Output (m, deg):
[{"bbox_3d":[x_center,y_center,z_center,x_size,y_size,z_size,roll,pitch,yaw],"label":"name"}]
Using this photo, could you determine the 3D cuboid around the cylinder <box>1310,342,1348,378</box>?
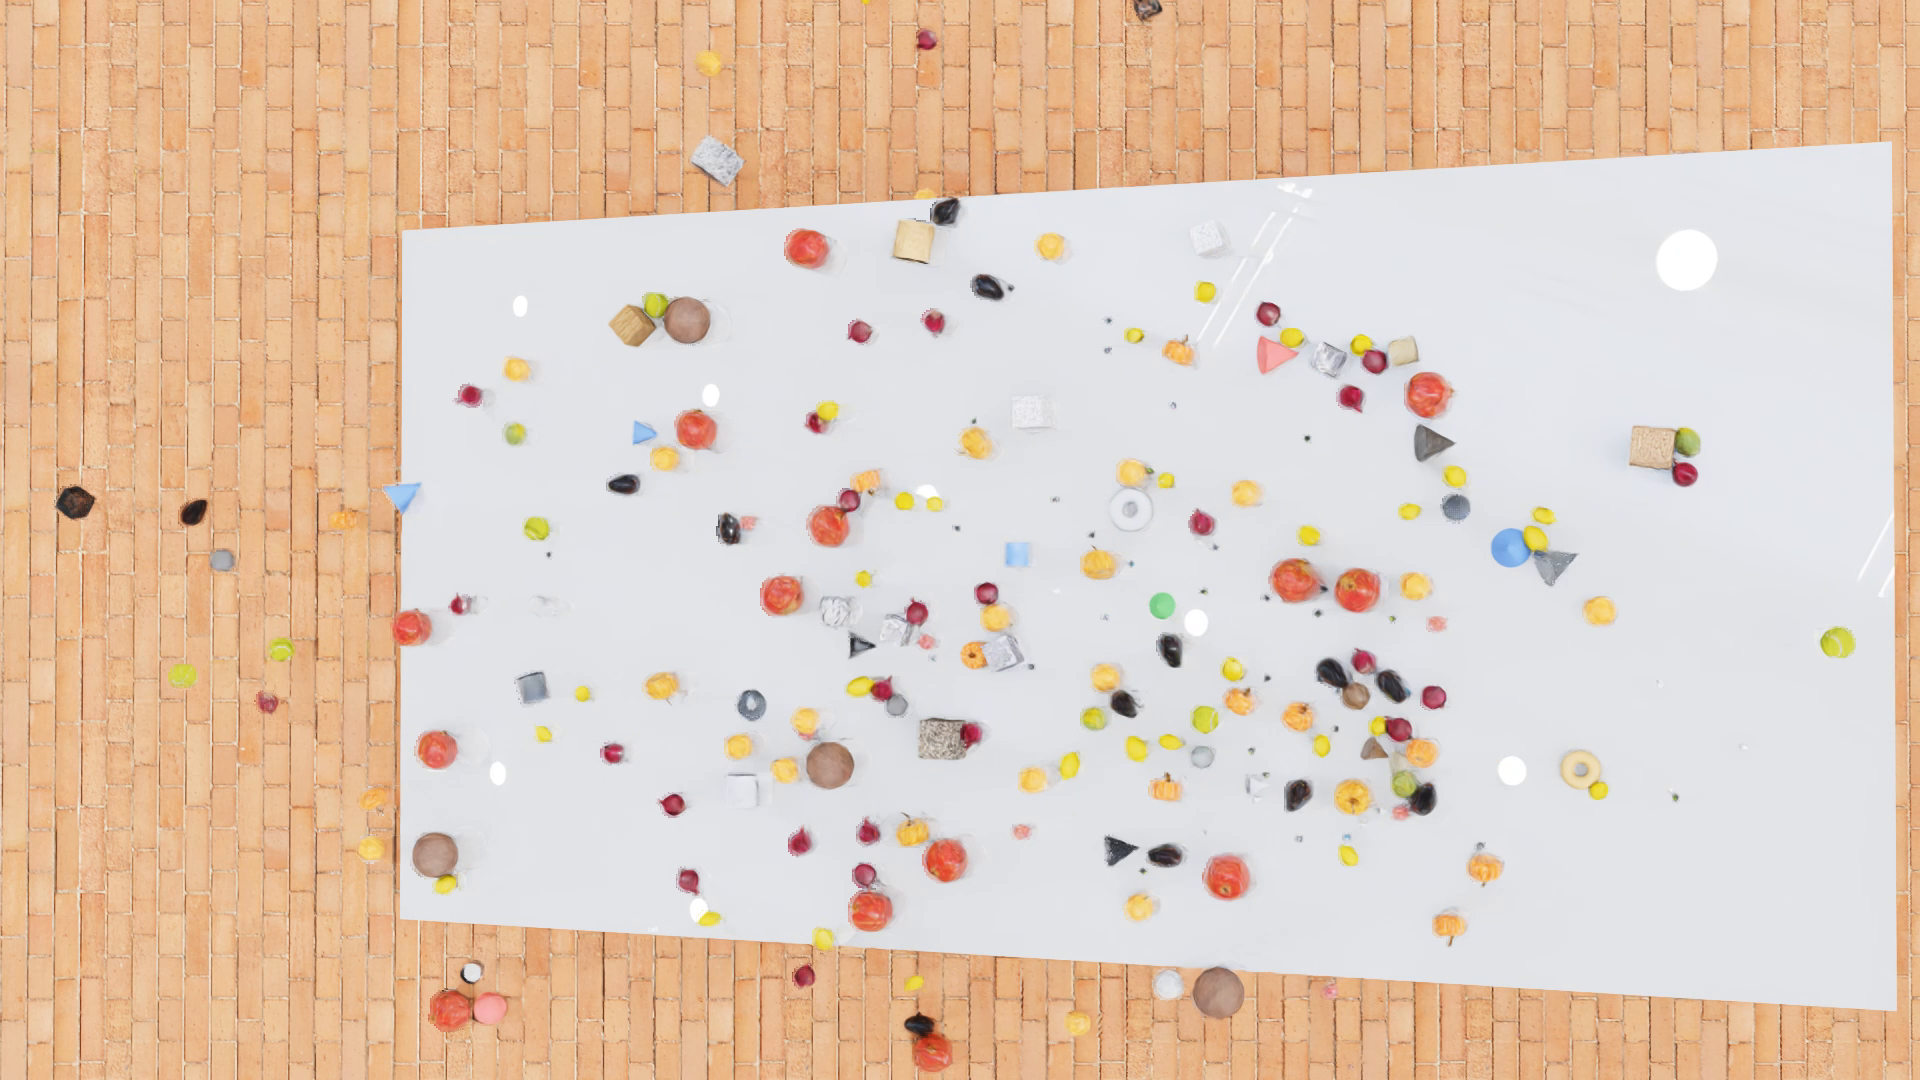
[{"bbox_3d":[0.917,-0.448,5.464,0.067,0.067,0.067,29,89,17],"label":"cylinder"}]

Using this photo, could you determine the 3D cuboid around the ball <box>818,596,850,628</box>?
[{"bbox_3d":[-0.335,0.191,5.888,0.084,0.084,0.084,0,89,0],"label":"ball"}]

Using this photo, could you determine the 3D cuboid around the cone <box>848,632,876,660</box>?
[{"bbox_3d":[-0.257,0.283,5.886,0.078,0.078,0.078,3,89,-7],"label":"cone"}]

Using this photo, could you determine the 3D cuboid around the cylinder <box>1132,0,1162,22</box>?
[{"bbox_3d":[0.550,-1.568,6.462,0.065,0.065,0.065,-25,89,-1],"label":"cylinder"}]

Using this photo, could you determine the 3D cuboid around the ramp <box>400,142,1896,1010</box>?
[{"bbox_3d":[0.279,0.090,5.770,4.000,0.100,2.000,0,89,19],"label":"ramp"}]

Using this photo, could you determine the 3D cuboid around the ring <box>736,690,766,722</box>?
[{"bbox_3d":[-0.568,0.451,5.996,0.088,0.029,0.088,0,89,21],"label":"ring"}]

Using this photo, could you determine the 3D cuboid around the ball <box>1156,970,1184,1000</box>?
[{"bbox_3d":[0.532,1.130,5.589,0.072,0.072,0.072,0,89,0],"label":"ball"}]

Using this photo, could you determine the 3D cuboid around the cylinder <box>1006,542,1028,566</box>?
[{"bbox_3d":[0.149,0.037,5.730,0.060,0.060,0.060,0,91,0],"label":"cylinder"}]

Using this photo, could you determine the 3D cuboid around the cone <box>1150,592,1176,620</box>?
[{"bbox_3d":[0.507,0.168,5.599,0.070,0.070,0.070,0,89,19],"label":"cone"}]

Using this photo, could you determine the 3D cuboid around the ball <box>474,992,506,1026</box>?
[{"bbox_3d":[-1.372,1.367,6.418,0.095,0.095,0.095,0,89,0],"label":"ball"}]

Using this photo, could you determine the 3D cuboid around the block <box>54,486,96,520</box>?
[{"bbox_3d":[-2.590,-0.109,6.441,0.067,0.067,0.067,35,104,8],"label":"block"}]

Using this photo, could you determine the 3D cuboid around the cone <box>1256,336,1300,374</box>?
[{"bbox_3d":[0.806,-0.466,5.516,0.098,0.098,0.098,-3,89,-7],"label":"cone"}]

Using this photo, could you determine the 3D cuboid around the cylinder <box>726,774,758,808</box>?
[{"bbox_3d":[-0.591,0.681,5.963,0.085,0.085,0.085,-2,90,0],"label":"cylinder"}]

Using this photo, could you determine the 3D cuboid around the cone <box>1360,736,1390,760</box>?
[{"bbox_3d":[1.034,0.526,5.430,0.064,0.064,0.064,25,89,-9],"label":"cone"}]

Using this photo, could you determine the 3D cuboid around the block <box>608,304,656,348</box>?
[{"bbox_3d":[-0.909,-0.595,6.104,0.080,0.080,0.080,-44,76,14],"label":"block"}]

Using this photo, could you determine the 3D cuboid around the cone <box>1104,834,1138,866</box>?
[{"bbox_3d":[0.420,0.793,5.638,0.082,0.082,0.082,-5,89,-7],"label":"cone"}]

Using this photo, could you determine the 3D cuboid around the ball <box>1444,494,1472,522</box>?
[{"bbox_3d":[1.211,-0.079,5.356,0.067,0.067,0.067,0,89,0],"label":"ball"}]

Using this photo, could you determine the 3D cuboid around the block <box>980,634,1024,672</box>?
[{"bbox_3d":[0.112,0.297,5.734,0.074,0.074,0.074,-26,81,17],"label":"block"}]

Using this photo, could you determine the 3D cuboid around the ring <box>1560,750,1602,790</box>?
[{"bbox_3d":[1.487,0.551,5.269,0.095,0.032,0.095,0,91,19],"label":"ring"}]

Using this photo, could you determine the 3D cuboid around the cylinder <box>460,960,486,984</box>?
[{"bbox_3d":[-1.426,1.264,6.437,0.059,0.059,0.059,0,89,0],"label":"cylinder"}]

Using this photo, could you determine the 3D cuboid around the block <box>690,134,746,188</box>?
[{"bbox_3d":[-0.709,-1.109,6.434,0.094,0.094,0.094,34,89,35],"label":"block"}]

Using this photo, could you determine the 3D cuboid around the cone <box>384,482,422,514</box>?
[{"bbox_3d":[-1.597,-0.140,6.359,0.098,0.098,0.098,-34,89,-11],"label":"cone"}]

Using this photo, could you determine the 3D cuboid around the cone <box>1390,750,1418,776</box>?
[{"bbox_3d":[1.097,0.549,5.408,0.064,0.064,0.064,2,89,-7],"label":"cone"}]

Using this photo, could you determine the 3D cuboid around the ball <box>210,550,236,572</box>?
[{"bbox_3d":[-2.162,0.061,6.449,0.068,0.068,0.068,0,89,0],"label":"ball"}]

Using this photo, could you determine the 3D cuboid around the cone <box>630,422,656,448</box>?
[{"bbox_3d":[-0.871,-0.295,6.111,0.071,0.071,0.071,-9,89,-26],"label":"cone"}]

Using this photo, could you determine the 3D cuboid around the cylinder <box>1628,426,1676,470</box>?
[{"bbox_3d":[1.635,-0.218,5.193,0.095,0.095,0.095,7,89,20],"label":"cylinder"}]

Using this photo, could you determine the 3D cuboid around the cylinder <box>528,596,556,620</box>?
[{"bbox_3d":[-1.173,0.190,6.172,0.053,0.053,0.053,31,89,30],"label":"cylinder"}]

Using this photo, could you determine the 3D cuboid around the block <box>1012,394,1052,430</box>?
[{"bbox_3d":[0.188,-0.331,5.712,0.081,0.081,0.081,-2,88,19],"label":"block"}]

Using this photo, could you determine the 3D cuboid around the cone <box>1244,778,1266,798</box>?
[{"bbox_3d":[0.750,0.617,5.531,0.054,0.054,0.054,-12,89,-25],"label":"cone"}]

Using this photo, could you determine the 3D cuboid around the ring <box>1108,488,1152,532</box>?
[{"bbox_3d":[0.437,-0.078,5.644,0.116,0.039,0.116,0,90,19],"label":"ring"}]

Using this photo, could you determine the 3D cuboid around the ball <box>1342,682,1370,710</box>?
[{"bbox_3d":[0.977,0.386,5.430,0.070,0.070,0.070,0,89,0],"label":"ball"}]

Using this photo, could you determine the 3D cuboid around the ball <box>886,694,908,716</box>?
[{"bbox_3d":[-0.168,0.440,5.837,0.058,0.058,0.058,0,89,0],"label":"ball"}]

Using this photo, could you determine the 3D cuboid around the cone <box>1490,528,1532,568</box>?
[{"bbox_3d":[1.323,0.019,5.299,0.096,0.096,0.096,0,89,19],"label":"cone"}]

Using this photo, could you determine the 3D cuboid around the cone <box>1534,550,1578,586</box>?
[{"bbox_3d":[1.446,0.050,5.284,0.095,0.095,0.095,-22,89,-9],"label":"cone"}]

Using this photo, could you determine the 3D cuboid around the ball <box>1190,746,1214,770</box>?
[{"bbox_3d":[0.612,0.550,5.562,0.060,0.060,0.060,0,89,0],"label":"ball"}]

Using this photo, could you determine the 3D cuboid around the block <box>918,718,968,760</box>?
[{"bbox_3d":[-0.045,0.523,5.774,0.099,0.099,0.099,2,90,19],"label":"block"}]

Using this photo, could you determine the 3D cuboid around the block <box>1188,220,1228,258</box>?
[{"bbox_3d":[0.629,-0.763,5.569,0.069,0.069,0.069,-20,83,18],"label":"block"}]

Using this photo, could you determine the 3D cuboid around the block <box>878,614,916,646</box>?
[{"bbox_3d":[-0.168,0.240,5.839,0.065,0.065,0.065,23,97,18],"label":"block"}]

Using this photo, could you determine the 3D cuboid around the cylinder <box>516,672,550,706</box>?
[{"bbox_3d":[-1.201,0.419,6.192,0.077,0.077,0.077,-17,80,0],"label":"cylinder"}]
